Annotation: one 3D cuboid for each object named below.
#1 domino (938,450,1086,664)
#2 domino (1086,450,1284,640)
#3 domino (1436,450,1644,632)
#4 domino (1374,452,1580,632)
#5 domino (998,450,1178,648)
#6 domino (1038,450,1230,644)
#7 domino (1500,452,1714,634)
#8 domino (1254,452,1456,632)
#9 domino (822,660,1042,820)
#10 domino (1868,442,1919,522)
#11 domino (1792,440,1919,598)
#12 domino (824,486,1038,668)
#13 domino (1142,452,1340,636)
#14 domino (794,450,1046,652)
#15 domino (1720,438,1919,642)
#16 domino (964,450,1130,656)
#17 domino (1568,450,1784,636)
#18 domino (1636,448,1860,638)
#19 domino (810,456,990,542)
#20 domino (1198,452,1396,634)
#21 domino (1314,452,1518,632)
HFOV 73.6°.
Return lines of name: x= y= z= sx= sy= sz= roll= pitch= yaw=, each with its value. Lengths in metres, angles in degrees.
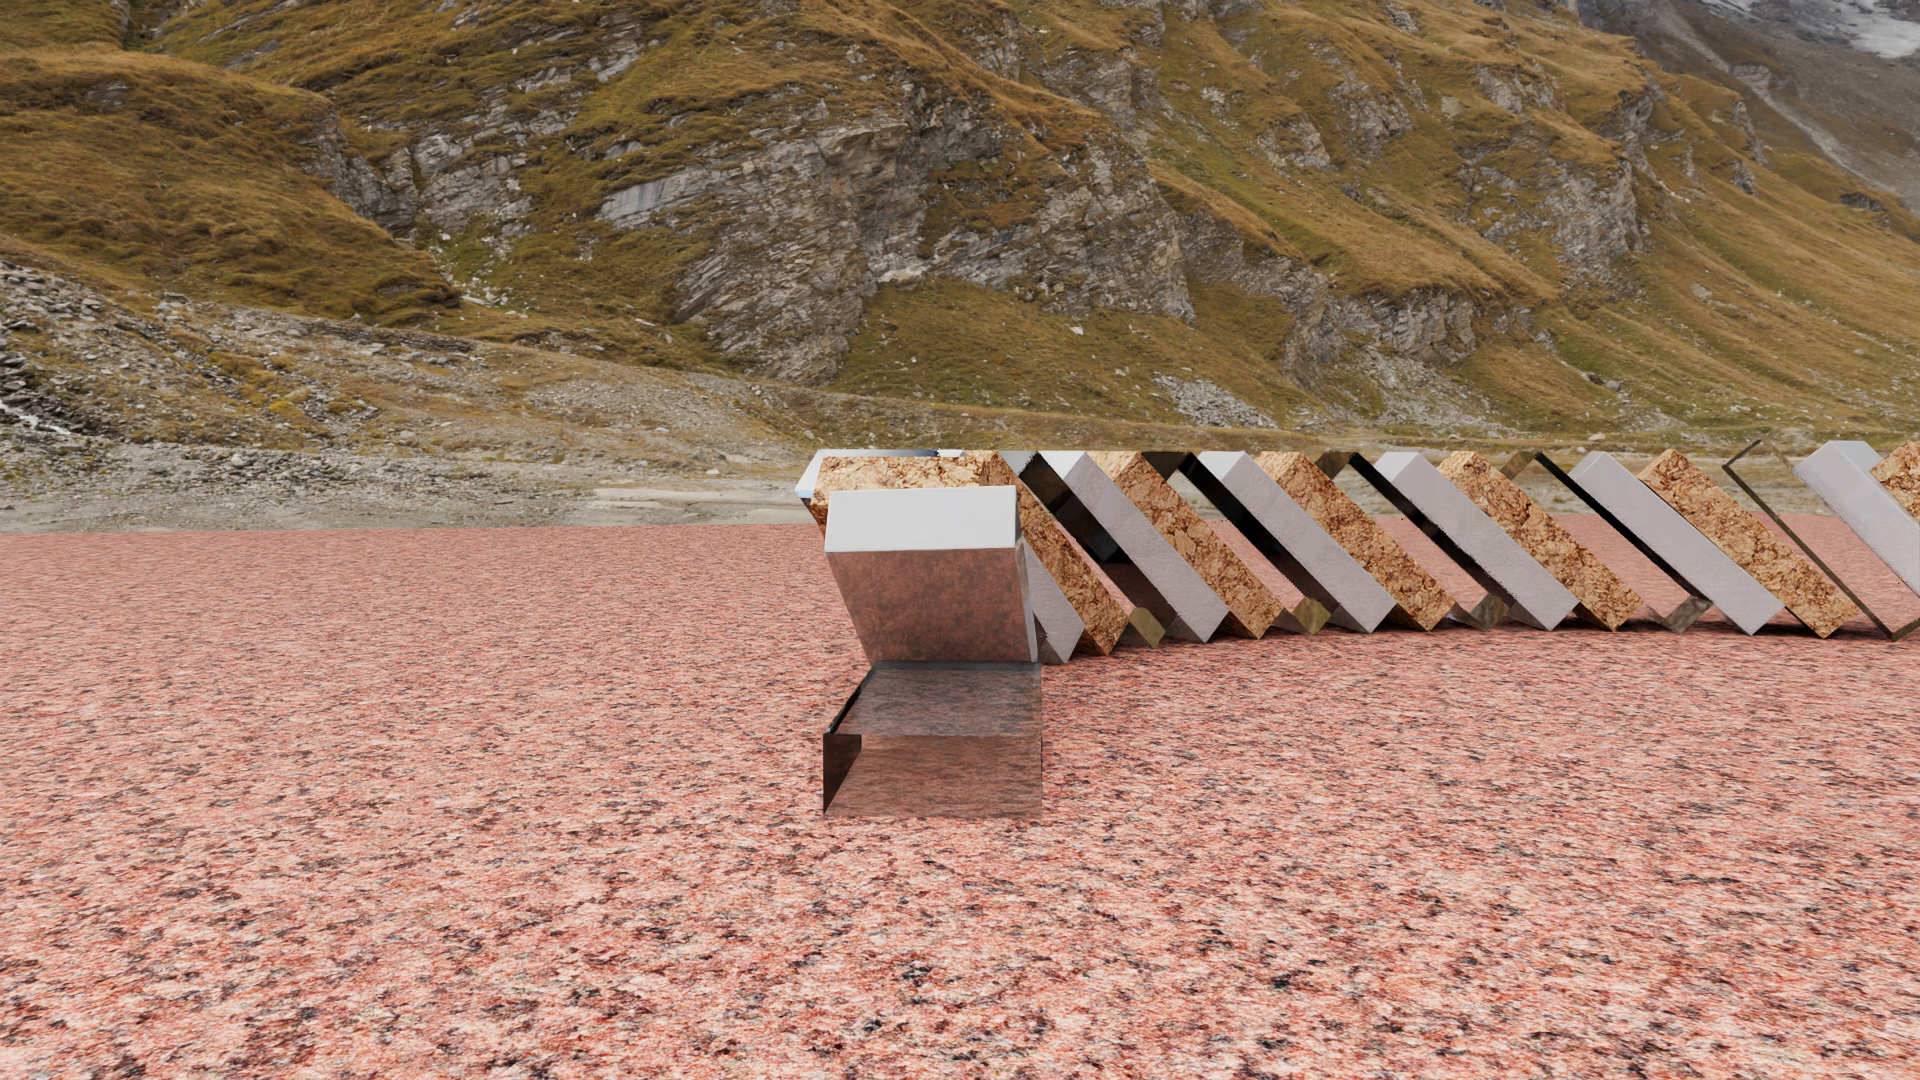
domino: x=0.001 y=0.004 z=0.243 sx=0.025 sy=0.009 sz=0.050 roll=4 pitch=-38 yaw=42
domino: x=0.046 y=0.001 z=0.284 sx=0.050 sy=0.009 sz=0.025 roll=44 pitch=-11 yaw=-18
domino: x=0.135 y=-0.001 z=0.303 sx=0.050 sy=0.009 sz=0.025 roll=43 pitch=9 yaw=4
domino: x=0.119 y=0.000 z=0.303 sx=0.050 sy=0.009 sz=0.025 roll=42 pitch=5 yaw=-1
domino: x=0.021 y=0.002 z=0.267 sx=0.050 sy=0.009 sz=0.025 roll=47 pitch=-21 yaw=-26
domino: x=0.033 y=0.001 z=0.276 sx=0.050 sy=0.009 sz=0.025 roll=45 pitch=-15 yaw=-22
domino: x=0.150 y=0.000 z=0.302 sx=0.050 sy=0.009 sz=0.025 roll=44 pitch=12 yaw=7
domino: x=0.089 y=0.000 z=0.299 sx=0.050 sy=0.010 sz=0.025 roll=42 pitch=-1 yaw=-8
domino: x=-0.002 y=0.025 z=0.171 sx=0.025 sy=0.010 sz=0.050 roll=0 pitch=4 yaw=3
domino: x=0.222 y=0.001 z=0.273 sx=0.025 sy=0.050 sz=0.009 roll=-2 pitch=-38 yaw=-30
domino: x=0.211 y=0.000 z=0.284 sx=0.025 sy=0.050 sz=0.009 roll=-4 pitch=-37 yaw=-40
domino: x=-0.002 y=0.010 z=0.190 sx=0.025 sy=0.010 sz=0.050 roll=-2 pitch=-30 yaw=6
domino: x=0.060 y=0.000 z=0.290 sx=0.050 sy=0.009 sz=0.025 roll=43 pitch=-8 yaw=-15
domino: x=-0.006 y=0.005 z=0.229 sx=0.025 sy=0.010 sz=0.050 roll=3 pitch=-39 yaw=34
domino: x=0.197 y=-0.001 z=0.291 sx=0.010 sy=0.050 sz=0.025 roll=-46 pitch=-22 yaw=29
domino: x=0.010 y=0.003 z=0.256 sx=0.025 sy=0.009 sz=0.050 roll=5 pitch=-37 yaw=50
domino: x=0.165 y=0.000 z=0.300 sx=0.050 sy=0.009 sz=0.025 roll=45 pitch=17 yaw=11
domino: x=0.180 y=0.000 z=0.296 sx=0.050 sy=0.010 sz=0.025 roll=47 pitch=21 yaw=15
domino: x=-0.005 y=0.007 z=0.209 sx=0.025 sy=0.010 sz=0.050 roll=1 pitch=-38 yaw=13
domino: x=0.075 y=0.000 z=0.295 sx=0.050 sy=0.009 sz=0.025 roll=42 pitch=-4 yaw=-11
domino: x=0.104 y=0.000 z=0.302 sx=0.050 sy=0.010 sz=0.025 roll=42 pitch=3 yaw=-3
